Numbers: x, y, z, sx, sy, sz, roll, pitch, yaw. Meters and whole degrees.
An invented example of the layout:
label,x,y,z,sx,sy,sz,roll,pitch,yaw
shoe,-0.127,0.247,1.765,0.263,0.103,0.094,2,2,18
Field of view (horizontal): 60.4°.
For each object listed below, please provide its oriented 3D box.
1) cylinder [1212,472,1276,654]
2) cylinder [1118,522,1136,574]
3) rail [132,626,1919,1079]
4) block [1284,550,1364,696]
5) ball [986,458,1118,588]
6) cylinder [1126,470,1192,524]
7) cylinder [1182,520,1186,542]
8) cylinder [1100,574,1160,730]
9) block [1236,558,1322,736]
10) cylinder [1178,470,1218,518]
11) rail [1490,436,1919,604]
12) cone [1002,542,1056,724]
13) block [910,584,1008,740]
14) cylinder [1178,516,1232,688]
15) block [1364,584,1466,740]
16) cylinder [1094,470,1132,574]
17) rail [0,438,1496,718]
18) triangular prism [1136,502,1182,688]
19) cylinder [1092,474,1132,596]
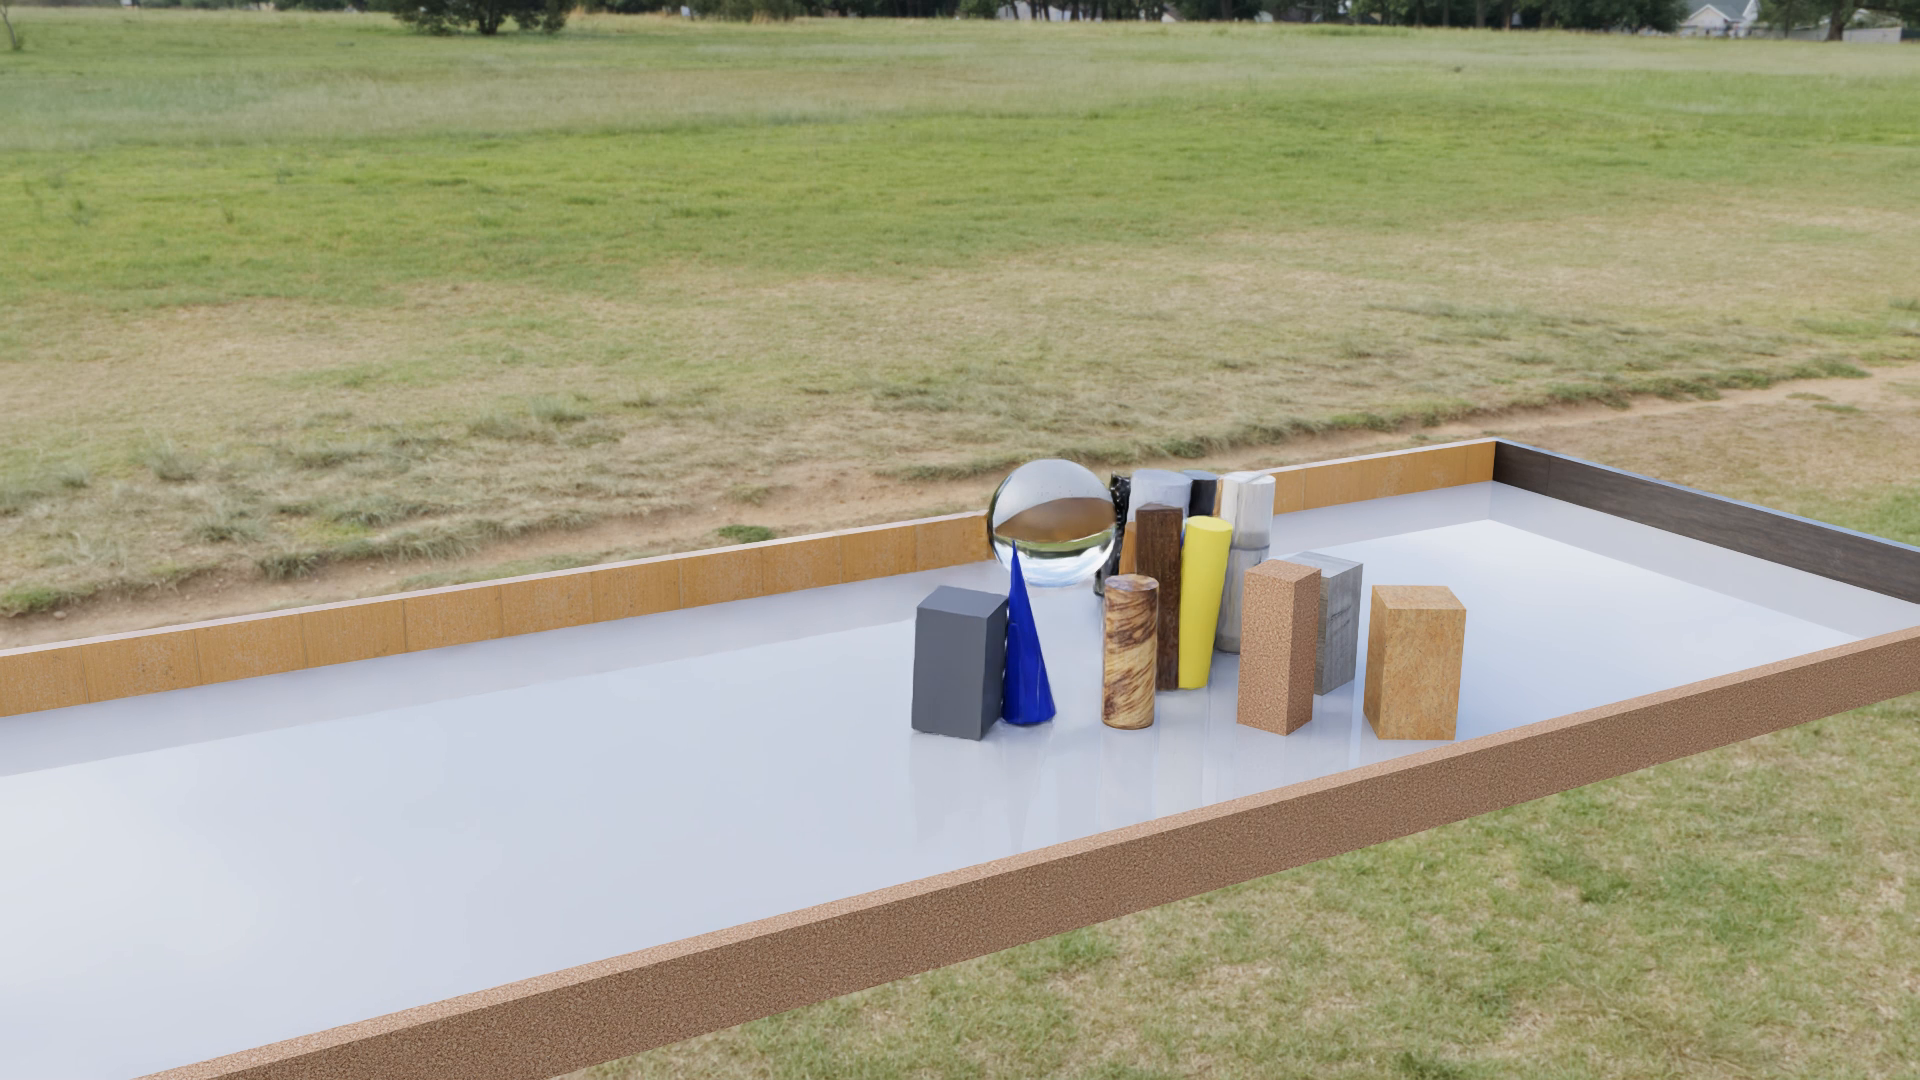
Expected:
label,x,y,z,sx,sy,sz,roll,pitch,yaw
cylinder,0.739,0.059,4.329,0.134,0.460,0.134,2,16,-1
cylinder,0.459,0.135,4.255,0.114,0.350,0.114,6,19,-2
rail,-2.336,1.006,1.665,12.000,0.150,0.050,-9,18,-27
block,0.883,0.205,4.117,0.161,0.305,0.161,14,22,40
ball,0.257,-0.046,4.623,0.367,0.367,0.367,0,16,0
cylinder,0.529,0.025,4.514,0.163,0.409,0.163,5,17,-1
cylinder,0.592,0.127,4.309,0.162,0.327,0.162,4,20,-2
cylinder,0.397,0.262,3.858,0.126,0.341,0.126,0,16,0
block,0.743,0.249,3.844,0.129,0.375,0.129,13,21,37
cylinder,0.637,0.010,4.598,0.111,0.398,0.111,5,17,-1
rail,2.466,-0.048,5.253,0.050,0.150,2.100,-9,18,-27
cone,0.143,0.203,3.870,0.132,0.438,0.132,-5,16,1
block,0.000,0.284,3.841,0.168,0.301,0.168,9,18,17
cylinder,0.585,0.155,4.077,0.114,0.413,0.114,6,18,-2
block,1.052,0.283,3.830,0.174,0.317,0.174,0,16,2
cylinder,0.509,-0.037,4.875,0.174,0.308,0.174,9,6,-1
rail,-3.305,0.497,3.399,12.000,0.150,0.050,-9,18,-27
triangular prism,0.476,0.137,4.075,0.114,0.451,0.098,-2,11,-7
cylinder,0.464,-0.009,4.741,0.115,0.347,0.115,8,7,-1
